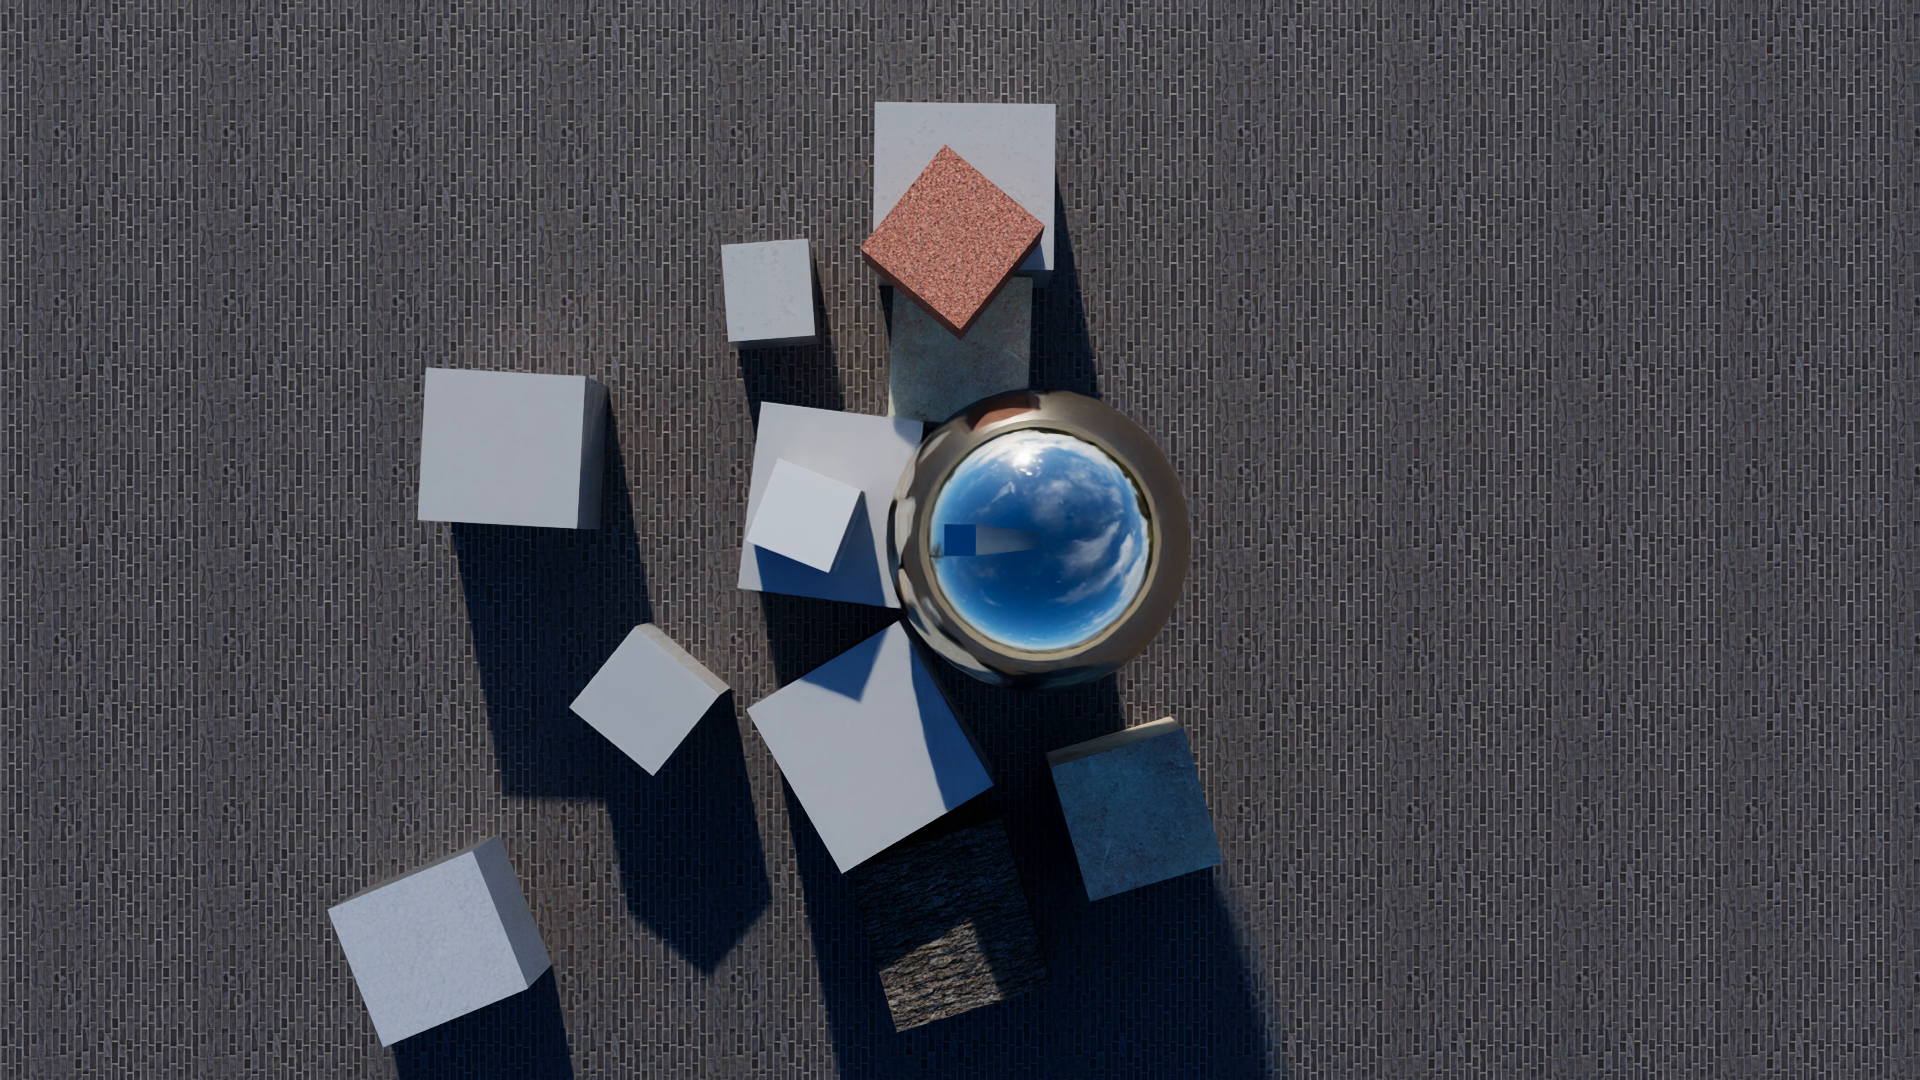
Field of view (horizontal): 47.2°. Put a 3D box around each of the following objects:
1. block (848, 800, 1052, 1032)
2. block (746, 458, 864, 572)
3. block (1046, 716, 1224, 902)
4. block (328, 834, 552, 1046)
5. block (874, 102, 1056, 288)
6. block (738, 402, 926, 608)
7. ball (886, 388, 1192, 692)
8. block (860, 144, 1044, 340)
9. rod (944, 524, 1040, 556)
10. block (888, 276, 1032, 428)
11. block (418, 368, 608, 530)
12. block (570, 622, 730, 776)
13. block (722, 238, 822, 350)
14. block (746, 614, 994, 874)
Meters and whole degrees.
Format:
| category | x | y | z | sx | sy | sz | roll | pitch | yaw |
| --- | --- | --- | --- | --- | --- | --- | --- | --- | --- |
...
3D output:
| category | x | y | z | sx | sy | sz | roll | pitch | yaw |
| --- | --- | --- | --- | --- | --- | --- | --- | --- | --- |
| block | -0.059 | 2.134 | 12.591 | 0.900 | 0.819 | 0.967 | -17 | 90 | 0 |
| block | -0.822 | -0.129 | 11.748 | 0.467 | 0.412 | 0.466 | 21 | 90 | 0 |
| block | 0.981 | 1.524 | 12.593 | 0.771 | 0.814 | 0.776 | -16 | 90 | 0 |
| block | -2.974 | 2.286 | 12.644 | 0.875 | 0.713 | 0.831 | -22 | 90 | 0 |
| block | 0.023 | -1.954 | 12.567 | 0.997 | 0.866 | 0.914 | 1 | 90 | 0 |
| block | -0.702 | -0.191 | 12.477 | 0.892 | 1.045 | 1.023 | 7 | 90 | 0 |
| ball | 0.407 | 0.000 | 11.531 | 1.600 | 1.600 | 1.600 | 0 | 90 | 0 |
| block | -0.038 | -1.586 | 11.819 | 0.675 | 0.632 | 0.702 | 39 | 90 | 0 |
| rod | 0.177 | 0.000 | 8.139 | 0.080 | 5.200 | 0.080 | 0 | 90 | 4 |
| block | 0.002 | -1.071 | 12.654 | 0.777 | 0.691 | 0.829 | 2 | 90 | 0 |
| block | -2.547 | -0.511 | 12.609 | 0.887 | 0.782 | 0.847 | 3 | 90 | 0 |
| block | -1.780 | 0.908 | 12.698 | 0.613 | 0.603 | 0.592 | 39 | 90 | 0 |
| block | -1.086 | -1.414 | 12.724 | 0.493 | 0.552 | 0.549 | -4 | 90 | 0 |
| block | -0.485 | 1.120 | 12.441 | 0.951 | 1.119 | 1.027 | -30 | 90 | 0 |
